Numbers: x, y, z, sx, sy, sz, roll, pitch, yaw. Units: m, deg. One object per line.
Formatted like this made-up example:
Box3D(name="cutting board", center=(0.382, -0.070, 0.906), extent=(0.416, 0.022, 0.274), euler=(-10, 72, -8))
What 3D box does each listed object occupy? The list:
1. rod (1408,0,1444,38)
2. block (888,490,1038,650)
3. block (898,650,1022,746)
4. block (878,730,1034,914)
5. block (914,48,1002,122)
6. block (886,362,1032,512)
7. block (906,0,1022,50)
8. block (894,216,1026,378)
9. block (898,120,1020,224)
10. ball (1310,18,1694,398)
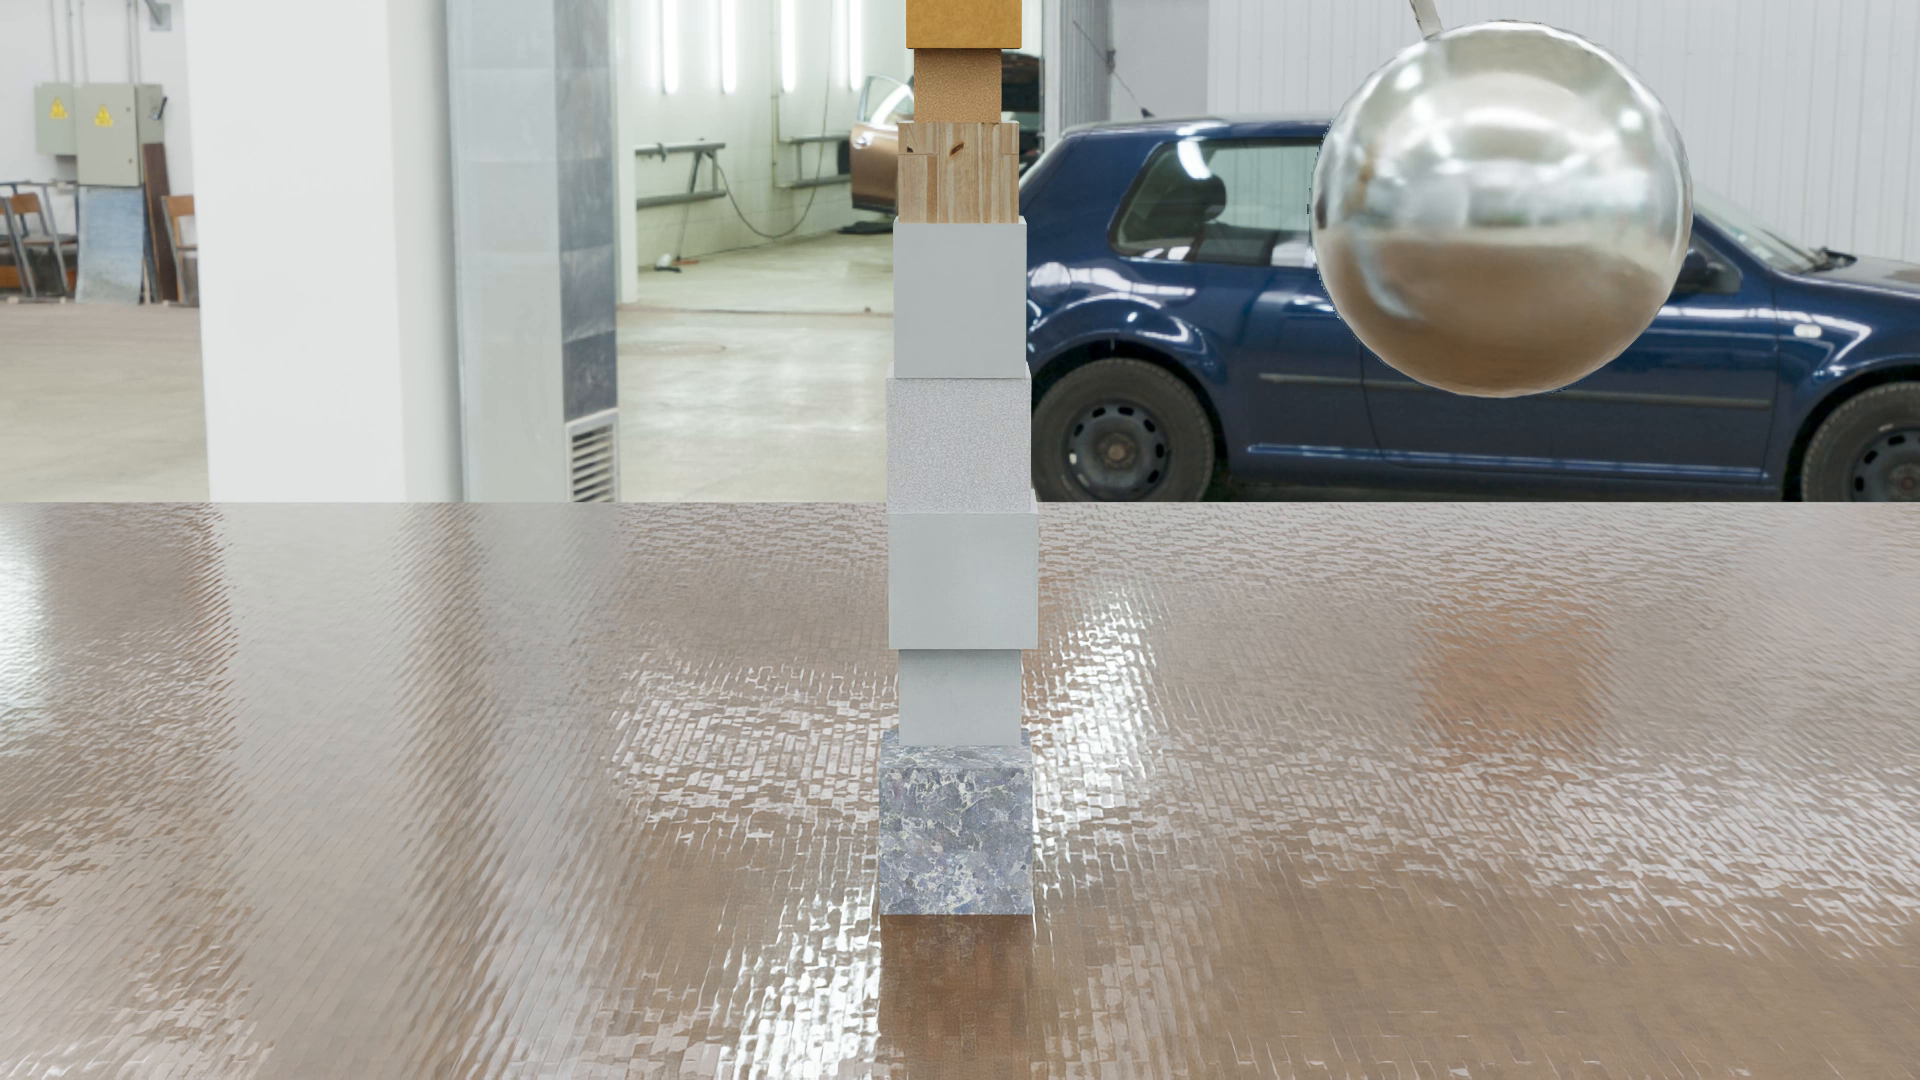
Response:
Box3D(name="rod", center=(0.994, -4.494, 10.363), extent=(0.080, 5.200, 0.080), euler=(-22, 10, 4))
Box3D(name="block", center=(0.014, 0.119, 11.202), extent=(0.635, 0.586, 0.648), euler=(0, 10, 0))
Box3D(name="block", center=(0.000, 0.627, 11.294), extent=(0.529, 0.446, 0.476), euler=(0, 10, 0))
Box3D(name="block", center=(-0.017, 1.212, 11.114), extent=(0.646, 0.640, 0.646), euler=(0, 10, 0))
Box3D(name="block", center=(-0.010, -1.920, 10.831), extent=(0.364, 0.304, 0.361), euler=(0, 10, 0))
Box3D(name="block", center=(-0.006, -0.452, 11.098), extent=(0.609, 0.573, 0.596), euler=(0, 10, 0))
Box3D(name="block", center=(0.016, -2.322, 10.758), extent=(0.476, 0.514, 0.539), euler=(0, 10, 0))
Box3D(name="block", center=(0.000, -1.049, 10.990), extent=(0.553, 0.641, 0.619), euler=(0, 10, 0))
Box3D(name="block", center=(-0.006, -1.567, 10.895), extent=(0.501, 0.413, 0.506), euler=(0, 10, 0))
Box3D(name="ball", center=(2.295, -1.404, 10.925), extent=(1.600, 1.600, 1.600), euler=(0, 10, 0))
